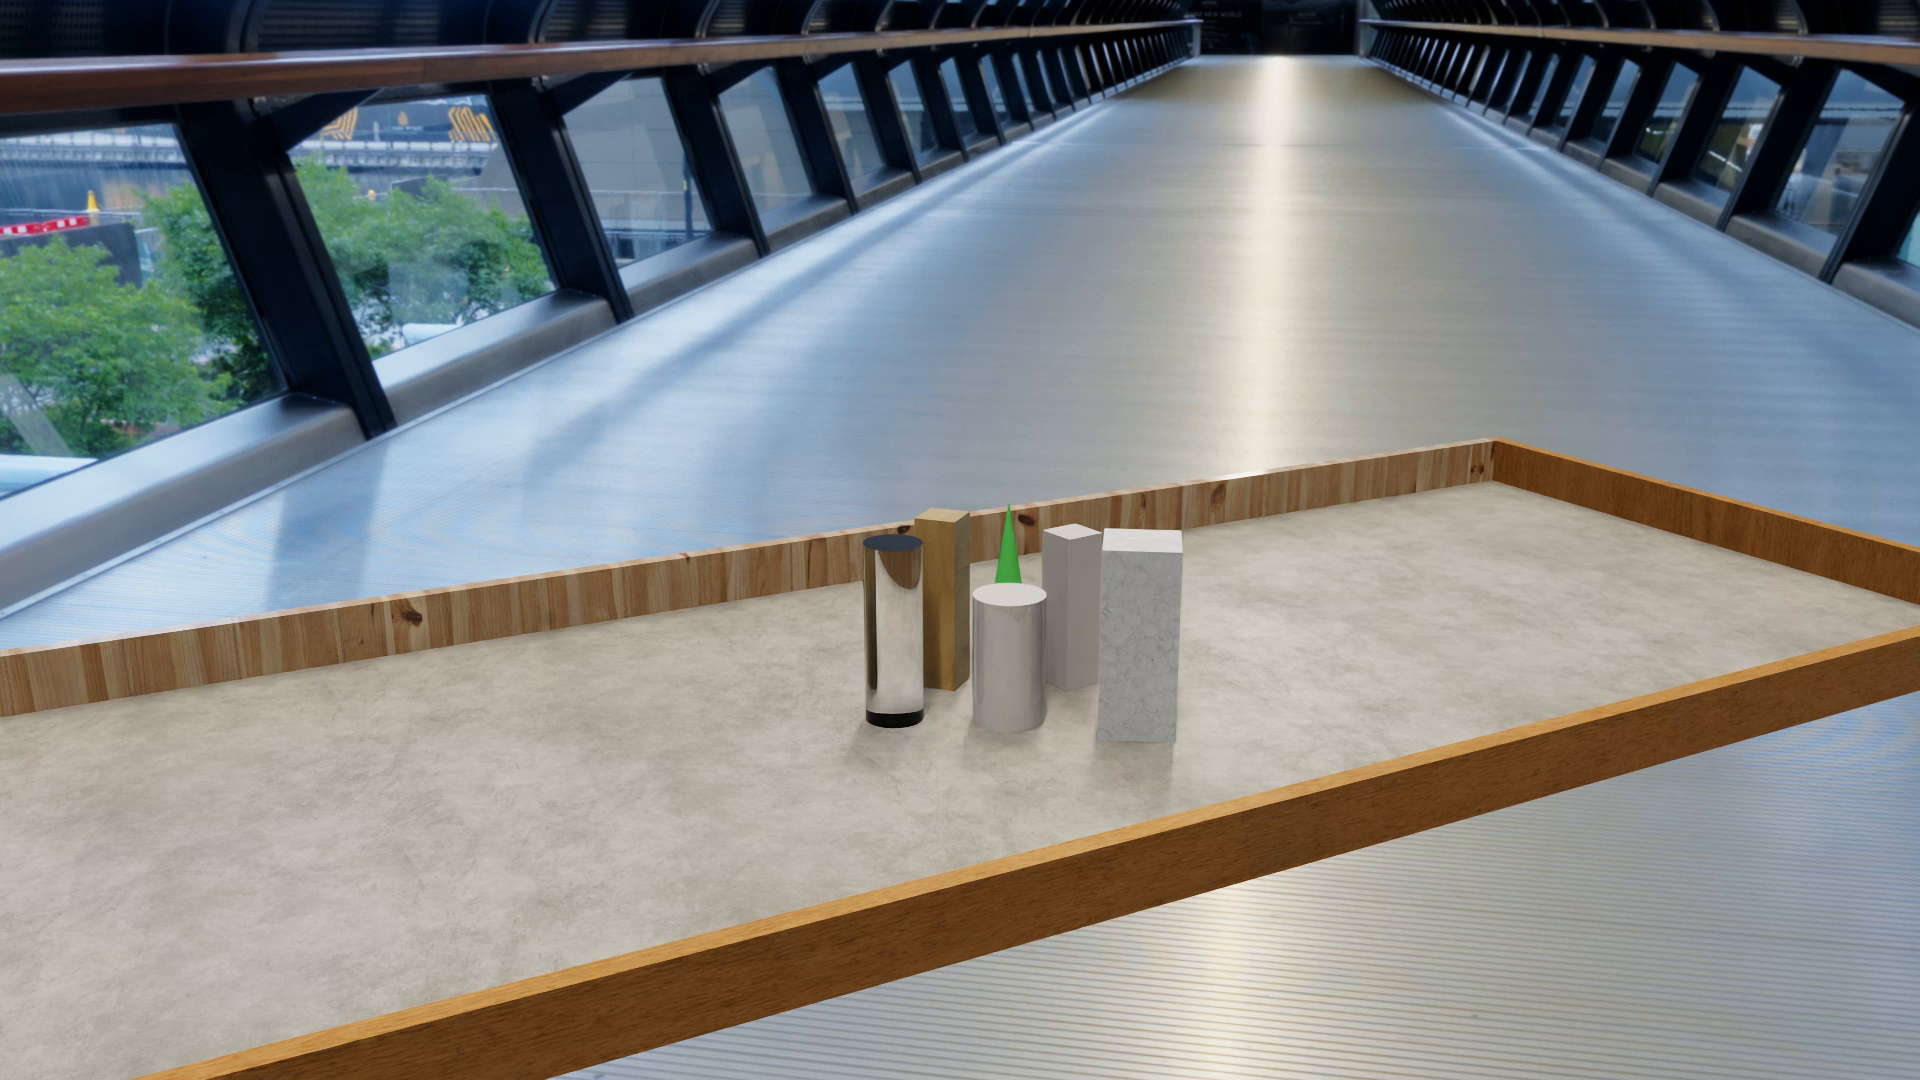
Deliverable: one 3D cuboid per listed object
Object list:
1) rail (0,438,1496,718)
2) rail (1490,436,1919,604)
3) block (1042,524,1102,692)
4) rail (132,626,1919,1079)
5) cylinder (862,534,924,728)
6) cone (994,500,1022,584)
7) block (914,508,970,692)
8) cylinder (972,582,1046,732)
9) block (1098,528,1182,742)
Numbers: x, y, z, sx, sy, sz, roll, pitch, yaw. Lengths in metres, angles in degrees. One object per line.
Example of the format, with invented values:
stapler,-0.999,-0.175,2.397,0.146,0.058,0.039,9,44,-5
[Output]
rail,-3.305,0.497,3.399,12.000,0.150,0.050,-9,18,-27
rail,2.466,-0.048,5.253,0.050,0.150,2.100,-9,18,-27
block,0.275,0.167,4.093,0.104,0.392,0.104,-11,20,-34
rail,-2.336,1.006,1.665,12.000,0.150,0.050,-9,18,-27
cylinder,-0.155,0.213,3.862,0.139,0.432,0.139,0,16,0
cone,0.128,0.084,4.370,0.124,0.394,0.124,0,16,0
block,-0.043,0.147,4.083,0.104,0.435,0.104,6,17,20
cylinder,0.115,0.274,3.872,0.172,0.310,0.172,0,16,0
block,0.414,0.219,3.805,0.178,0.455,0.178,2,16,6
